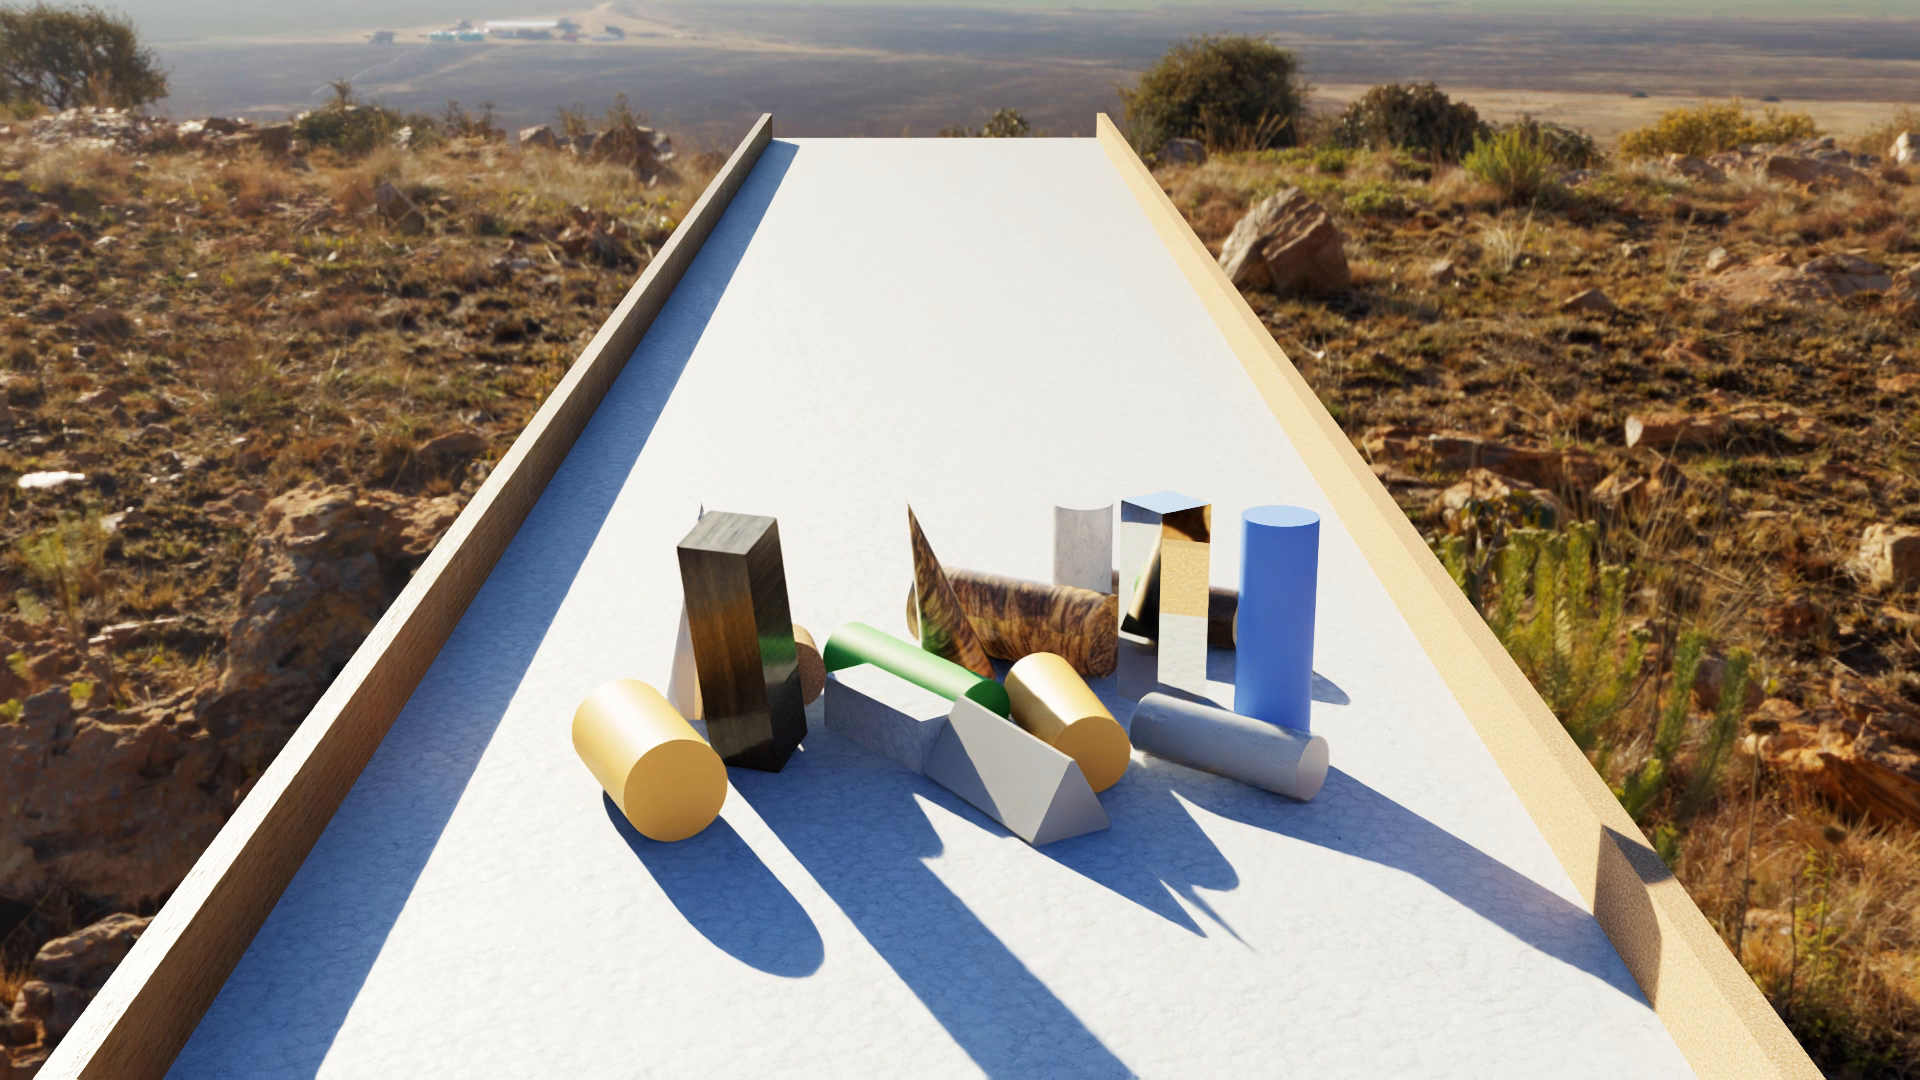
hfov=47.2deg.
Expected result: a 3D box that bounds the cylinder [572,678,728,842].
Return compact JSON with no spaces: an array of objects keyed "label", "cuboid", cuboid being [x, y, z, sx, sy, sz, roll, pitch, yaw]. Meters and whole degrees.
[{"label":"cylinder","cuboid":[-0.524,0.365,3.690,0.177,0.177,0.310,-8,18,-24]}]

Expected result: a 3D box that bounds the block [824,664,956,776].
[{"label":"block","cuboid":[-0.119,0.321,3.971,0.102,0.102,0.300,-12,21,-36]}]

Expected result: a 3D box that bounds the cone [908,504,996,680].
[{"label":"cone","cuboid":[-0.049,0.101,4.158,0.143,0.391,0.143,-14,22,6]}]

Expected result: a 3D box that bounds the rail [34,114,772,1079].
[{"label":"rail","cuboid":[-1.118,-0.838,7.780,0.050,0.150,12.000,0,17,-1]}]

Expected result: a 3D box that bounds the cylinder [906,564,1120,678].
[{"label":"cylinder","cuboid":[0.113,0.158,4.402,0.416,0.167,0.167,10,19,29]}]

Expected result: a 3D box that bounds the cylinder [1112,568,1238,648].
[{"label":"cylinder","cuboid":[0.413,0.136,4.560,0.383,0.120,0.120,10,19,29]}]

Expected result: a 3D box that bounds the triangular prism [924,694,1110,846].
[{"label":"triangular prism","cuboid":[0.092,0.376,3.717,0.153,0.132,0.350,-10,19,-30]}]

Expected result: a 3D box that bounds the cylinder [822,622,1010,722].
[{"label":"cylinder","cuboid":[-0.087,0.267,4.106,0.128,0.128,0.415,-12,21,-36]}]

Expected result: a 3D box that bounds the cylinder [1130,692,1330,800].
[{"label":"cylinder","cuboid":[0.467,0.358,3.827,0.336,0.112,0.112,13,21,37]}]

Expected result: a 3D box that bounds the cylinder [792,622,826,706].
[{"label":"cylinder","cuboid":[-0.321,0.232,4.112,0.124,0.124,0.325,-2,4,-7]}]

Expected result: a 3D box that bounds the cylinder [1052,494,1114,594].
[{"label":"cylinder","cuboid":[0.248,0.068,4.467,0.123,0.303,0.123,0,17,0]}]

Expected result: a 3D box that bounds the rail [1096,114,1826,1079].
[{"label":"rail","cuboid":[0.932,-0.844,7.801,0.050,0.150,12.000,0,17,-1]}]

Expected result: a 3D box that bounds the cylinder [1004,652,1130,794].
[{"label":"cylinder","cuboid":[0.185,0.321,3.897,0.143,0.143,0.330,-4,17,-12]}]

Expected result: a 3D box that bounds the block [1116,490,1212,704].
[{"label":"block","cuboid":[0.385,0.115,4.158,0.119,0.389,0.119,-11,20,-33]}]

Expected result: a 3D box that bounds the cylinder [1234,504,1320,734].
[{"label":"cylinder","cuboid":[0.555,0.171,3.873,0.136,0.445,0.136,0,17,0]}]

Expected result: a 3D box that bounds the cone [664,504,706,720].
[{"label":"cone","cuboid":[-0.478,0.119,4.125,0.174,0.399,0.174,0,17,0]}]

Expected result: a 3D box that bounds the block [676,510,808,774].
[{"label":"block","cuboid":[-0.374,0.179,3.816,0.128,0.444,0.128,6,31,20]}]
